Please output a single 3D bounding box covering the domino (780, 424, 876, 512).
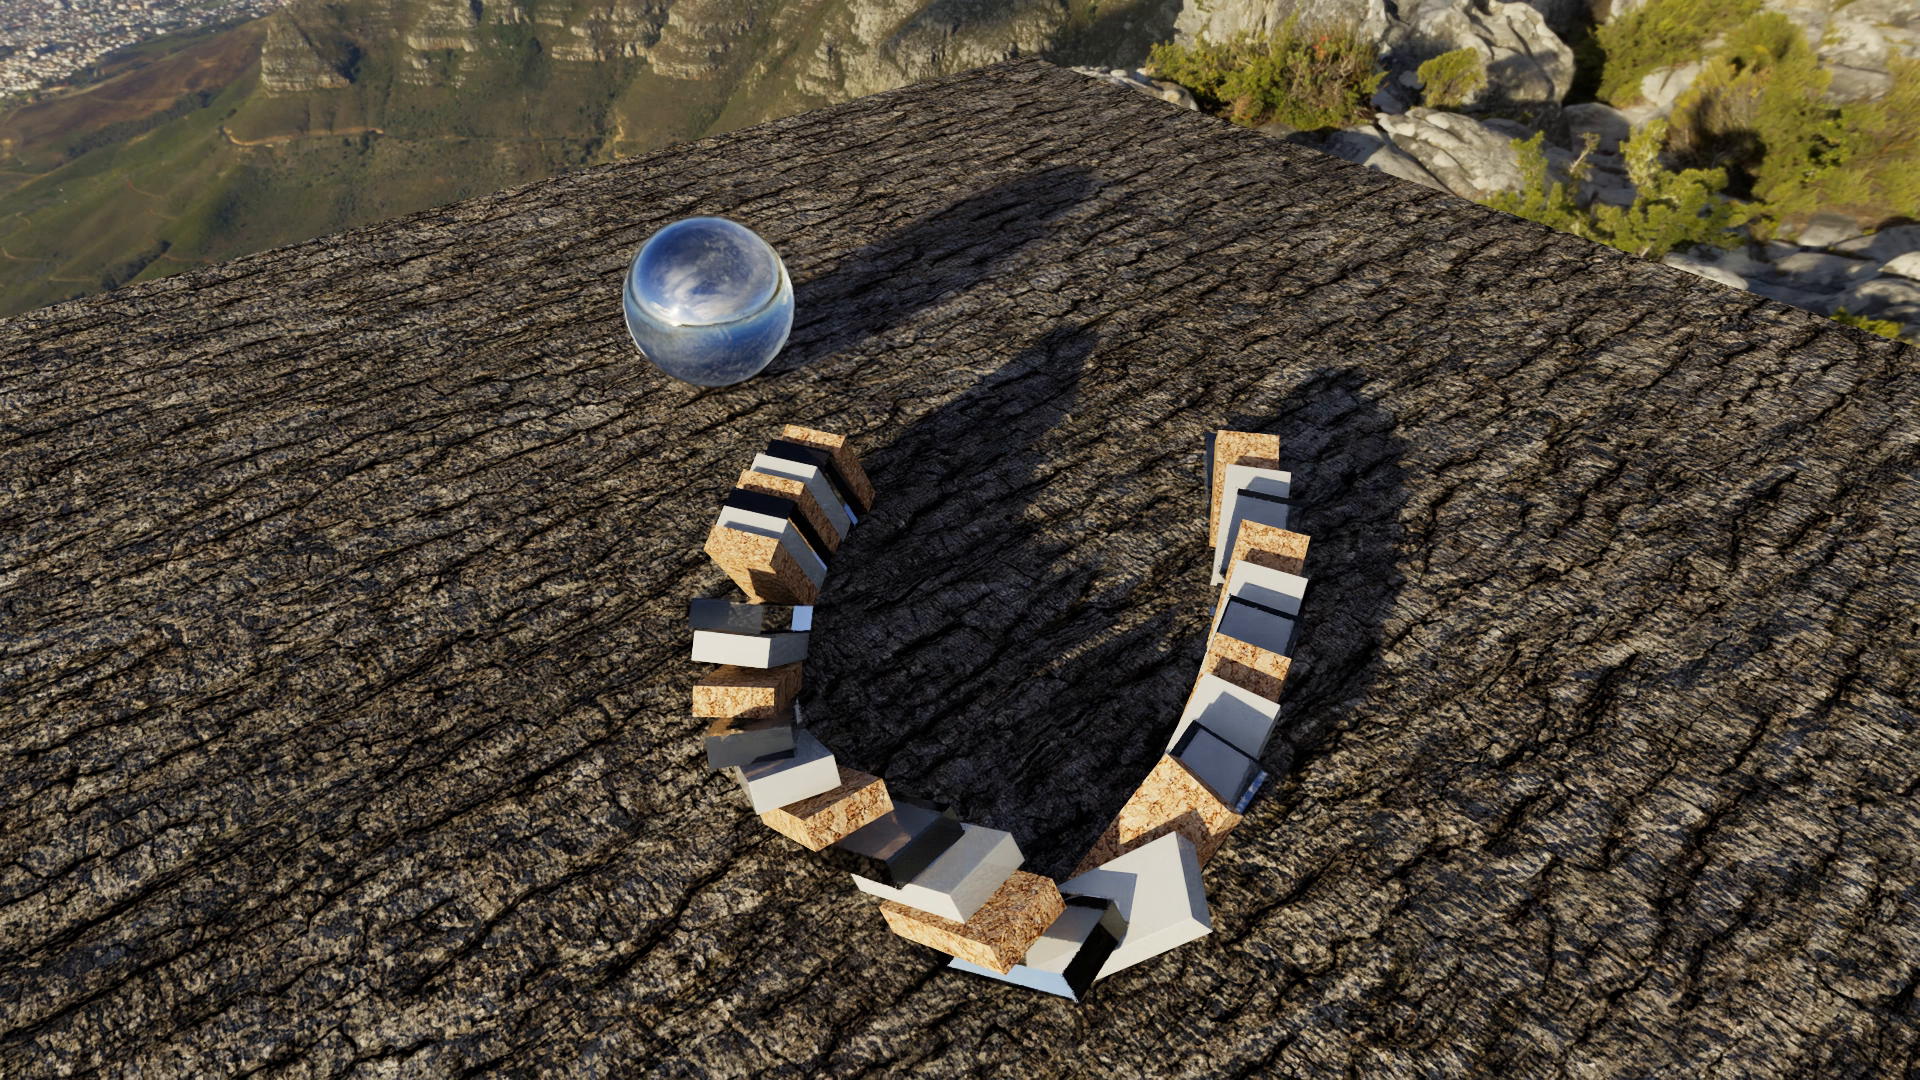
[{"bbox_3d":[-0.053,-0.028,0.447,0.025,0.050,0.009,13,70,16],"label":"domino"}]

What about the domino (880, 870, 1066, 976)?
[{"bbox_3d":[0.003,0.100,0.300,0.025,0.009,0.050,-37,18,-34],"label":"domino"}]

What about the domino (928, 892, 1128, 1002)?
[{"bbox_3d":[0.017,0.106,0.293,0.050,0.009,0.025,-11,23,47],"label":"domino"}]

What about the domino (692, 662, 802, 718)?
[{"bbox_3d":[-0.069,0.048,0.362,0.025,0.010,0.050,1,3,2],"label":"domino"}]

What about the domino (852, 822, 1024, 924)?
[{"bbox_3d":[-0.008,0.091,0.311,0.025,0.010,0.050,-37,18,-34],"label":"domino"}]

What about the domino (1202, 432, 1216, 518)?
[{"bbox_3d":[0.119,-0.028,0.478,0.025,0.010,0.050,5,40,6],"label":"domino"}]

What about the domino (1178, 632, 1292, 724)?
[{"bbox_3d":[0.086,0.058,0.355,0.025,0.010,0.050,20,72,23],"label":"domino"}]

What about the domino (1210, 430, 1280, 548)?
[{"bbox_3d":[0.117,-0.020,0.452,0.025,0.010,0.050,6,64,7],"label":"domino"}]

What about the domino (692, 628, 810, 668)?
[{"bbox_3d":[-0.070,0.036,0.375,0.025,0.010,0.050,5,-2,7],"label":"domino"}]

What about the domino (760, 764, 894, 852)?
[{"bbox_3d":[-0.042,0.078,0.326,0.025,0.010,0.050,-24,6,-26],"label":"domino"}]

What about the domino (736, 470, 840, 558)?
[{"bbox_3d":[-0.066,-0.009,0.424,0.025,0.050,0.009,13,70,15],"label":"domino"}]

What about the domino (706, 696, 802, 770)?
[{"bbox_3d":[-0.064,0.060,0.347,0.025,0.009,0.050,-7,3,-6],"label":"domino"}]

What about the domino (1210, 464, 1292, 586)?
[{"bbox_3d":[0.115,-0.005,0.433,0.025,0.009,0.050,9,65,10],"label":"domino"}]

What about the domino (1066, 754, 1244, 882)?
[{"bbox_3d":[0.054,0.088,0.310,0.050,0.010,0.025,-54,50,7],"label":"domino"}]

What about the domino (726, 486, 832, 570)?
[{"bbox_3d":[-0.068,-0.003,0.416,0.025,0.050,0.010,13,70,15],"label":"domino"}]

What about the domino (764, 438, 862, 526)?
[{"bbox_3d":[-0.058,-0.022,0.440,0.025,0.050,0.010,13,70,15],"label":"domino"}]

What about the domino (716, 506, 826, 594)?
[{"bbox_3d":[-0.069,0.004,0.407,0.025,0.050,0.010,13,70,15],"label":"domino"}]

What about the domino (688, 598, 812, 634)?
[{"bbox_3d":[-0.072,0.027,0.385,0.025,0.009,0.050,5,-3,12],"label":"domino"}]

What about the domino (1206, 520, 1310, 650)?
[{"bbox_3d":[0.109,0.019,0.401,0.025,0.009,0.050,16,70,14],"label":"domino"}]

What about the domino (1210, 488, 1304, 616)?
[{"bbox_3d":[0.113,0.007,0.417,0.025,0.009,0.050,13,69,12],"label":"domino"}]

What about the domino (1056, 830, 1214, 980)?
[{"bbox_3d":[0.042,0.101,0.295,0.050,0.010,0.025,-34,35,25],"label":"domino"}]

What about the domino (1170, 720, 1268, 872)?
[{"bbox_3d":[0.066,0.081,0.326,0.025,0.009,0.050,31,78,32],"label":"domino"}]

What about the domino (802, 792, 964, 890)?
[{"bbox_3d":[-0.024,0.085,0.319,0.025,0.009,0.050,-33,16,-34],"label":"domino"}]

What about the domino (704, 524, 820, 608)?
[{"bbox_3d":[-0.071,0.011,0.399,0.025,0.050,0.010,12,70,15],"label":"domino"}]

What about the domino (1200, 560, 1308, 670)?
[{"bbox_3d":[0.102,0.034,0.384,0.025,0.010,0.050,17,70,19],"label":"domino"}]

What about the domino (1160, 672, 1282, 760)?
[{"bbox_3d":[0.077,0.069,0.341,0.025,0.009,0.050,24,74,26],"label":"domino"}]

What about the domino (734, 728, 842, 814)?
[{"bbox_3d":[-0.054,0.070,0.335,0.025,0.009,0.050,-16,4,-17],"label":"domino"}]

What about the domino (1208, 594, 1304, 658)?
[{"bbox_3d":[0.095,0.046,0.369,0.025,0.010,0.050,19,72,21],"label":"domino"}]

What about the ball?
[{"bbox_3d":[-0.120,-0.113,0.526,0.080,0.080,0.080,0,39,0],"label":"ball"}]

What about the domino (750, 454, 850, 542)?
[{"bbox_3d":[-0.062,-0.016,0.432,0.025,0.050,0.009,13,70,15],"label":"domino"}]
